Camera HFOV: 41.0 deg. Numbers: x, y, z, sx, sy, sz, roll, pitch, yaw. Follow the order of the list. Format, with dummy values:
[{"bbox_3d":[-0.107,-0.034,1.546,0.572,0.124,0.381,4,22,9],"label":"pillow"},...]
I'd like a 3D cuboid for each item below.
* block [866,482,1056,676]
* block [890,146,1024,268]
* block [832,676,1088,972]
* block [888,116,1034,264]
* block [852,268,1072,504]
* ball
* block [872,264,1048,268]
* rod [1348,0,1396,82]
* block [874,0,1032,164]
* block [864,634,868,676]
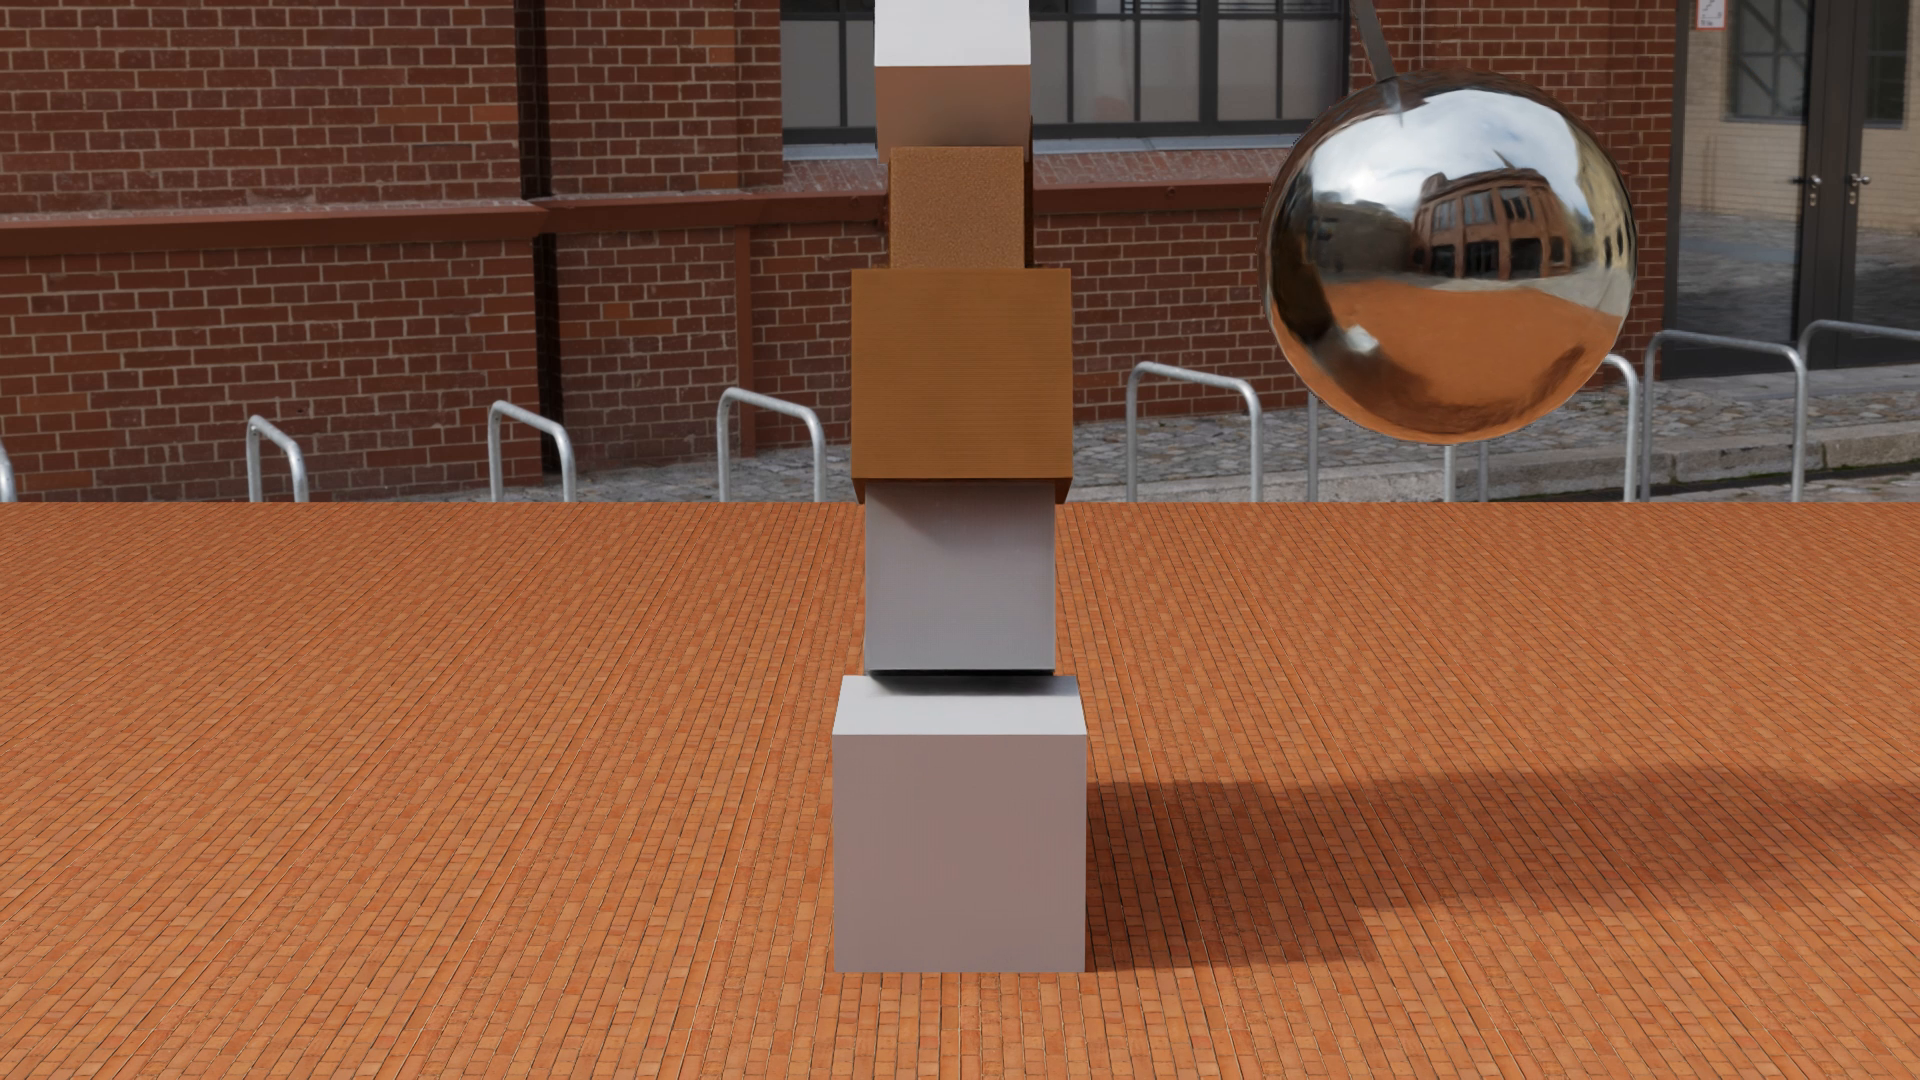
[{"bbox_3d":[0.000,0.193,11.001,0.785,0.779,0.807,0,-7,0],"label":"block"},{"bbox_3d":[-0.009,-1.351,11.202,0.566,0.590,0.574,0,-7,0],"label":"block"},{"bbox_3d":[-0.001,1.145,10.551,0.991,0.972,0.992,0,10,0],"label":"block"},{"bbox_3d":[-0.003,-1.534,11.882,0.653,0.683,0.696,0,-6,-1],"label":"block"},{"bbox_3d":[0.007,-0.640,10.987,0.909,0.872,0.841,0,-7,0],"label":"block"},{"bbox_3d":[2.074,-1.209,10.961,1.600,1.600,1.600,0,10,0],"label":"ball"},{"bbox_3d":[0.004,-0.741,11.874,0.786,0.895,0.887,-1,-6,0],"label":"block"},{"bbox_3d":[0.899,-4.348,10.390,0.080,5.200,0.080,-20,10,4],"label":"rod"},{"bbox_3d":[-0.033,-2.137,11.357,0.667,0.697,0.603,-1,-34,0],"label":"block"},{"bbox_3d":[-0.010,0.861,12.257,0.867,0.920,0.828,0,10,0],"label":"block"}]
